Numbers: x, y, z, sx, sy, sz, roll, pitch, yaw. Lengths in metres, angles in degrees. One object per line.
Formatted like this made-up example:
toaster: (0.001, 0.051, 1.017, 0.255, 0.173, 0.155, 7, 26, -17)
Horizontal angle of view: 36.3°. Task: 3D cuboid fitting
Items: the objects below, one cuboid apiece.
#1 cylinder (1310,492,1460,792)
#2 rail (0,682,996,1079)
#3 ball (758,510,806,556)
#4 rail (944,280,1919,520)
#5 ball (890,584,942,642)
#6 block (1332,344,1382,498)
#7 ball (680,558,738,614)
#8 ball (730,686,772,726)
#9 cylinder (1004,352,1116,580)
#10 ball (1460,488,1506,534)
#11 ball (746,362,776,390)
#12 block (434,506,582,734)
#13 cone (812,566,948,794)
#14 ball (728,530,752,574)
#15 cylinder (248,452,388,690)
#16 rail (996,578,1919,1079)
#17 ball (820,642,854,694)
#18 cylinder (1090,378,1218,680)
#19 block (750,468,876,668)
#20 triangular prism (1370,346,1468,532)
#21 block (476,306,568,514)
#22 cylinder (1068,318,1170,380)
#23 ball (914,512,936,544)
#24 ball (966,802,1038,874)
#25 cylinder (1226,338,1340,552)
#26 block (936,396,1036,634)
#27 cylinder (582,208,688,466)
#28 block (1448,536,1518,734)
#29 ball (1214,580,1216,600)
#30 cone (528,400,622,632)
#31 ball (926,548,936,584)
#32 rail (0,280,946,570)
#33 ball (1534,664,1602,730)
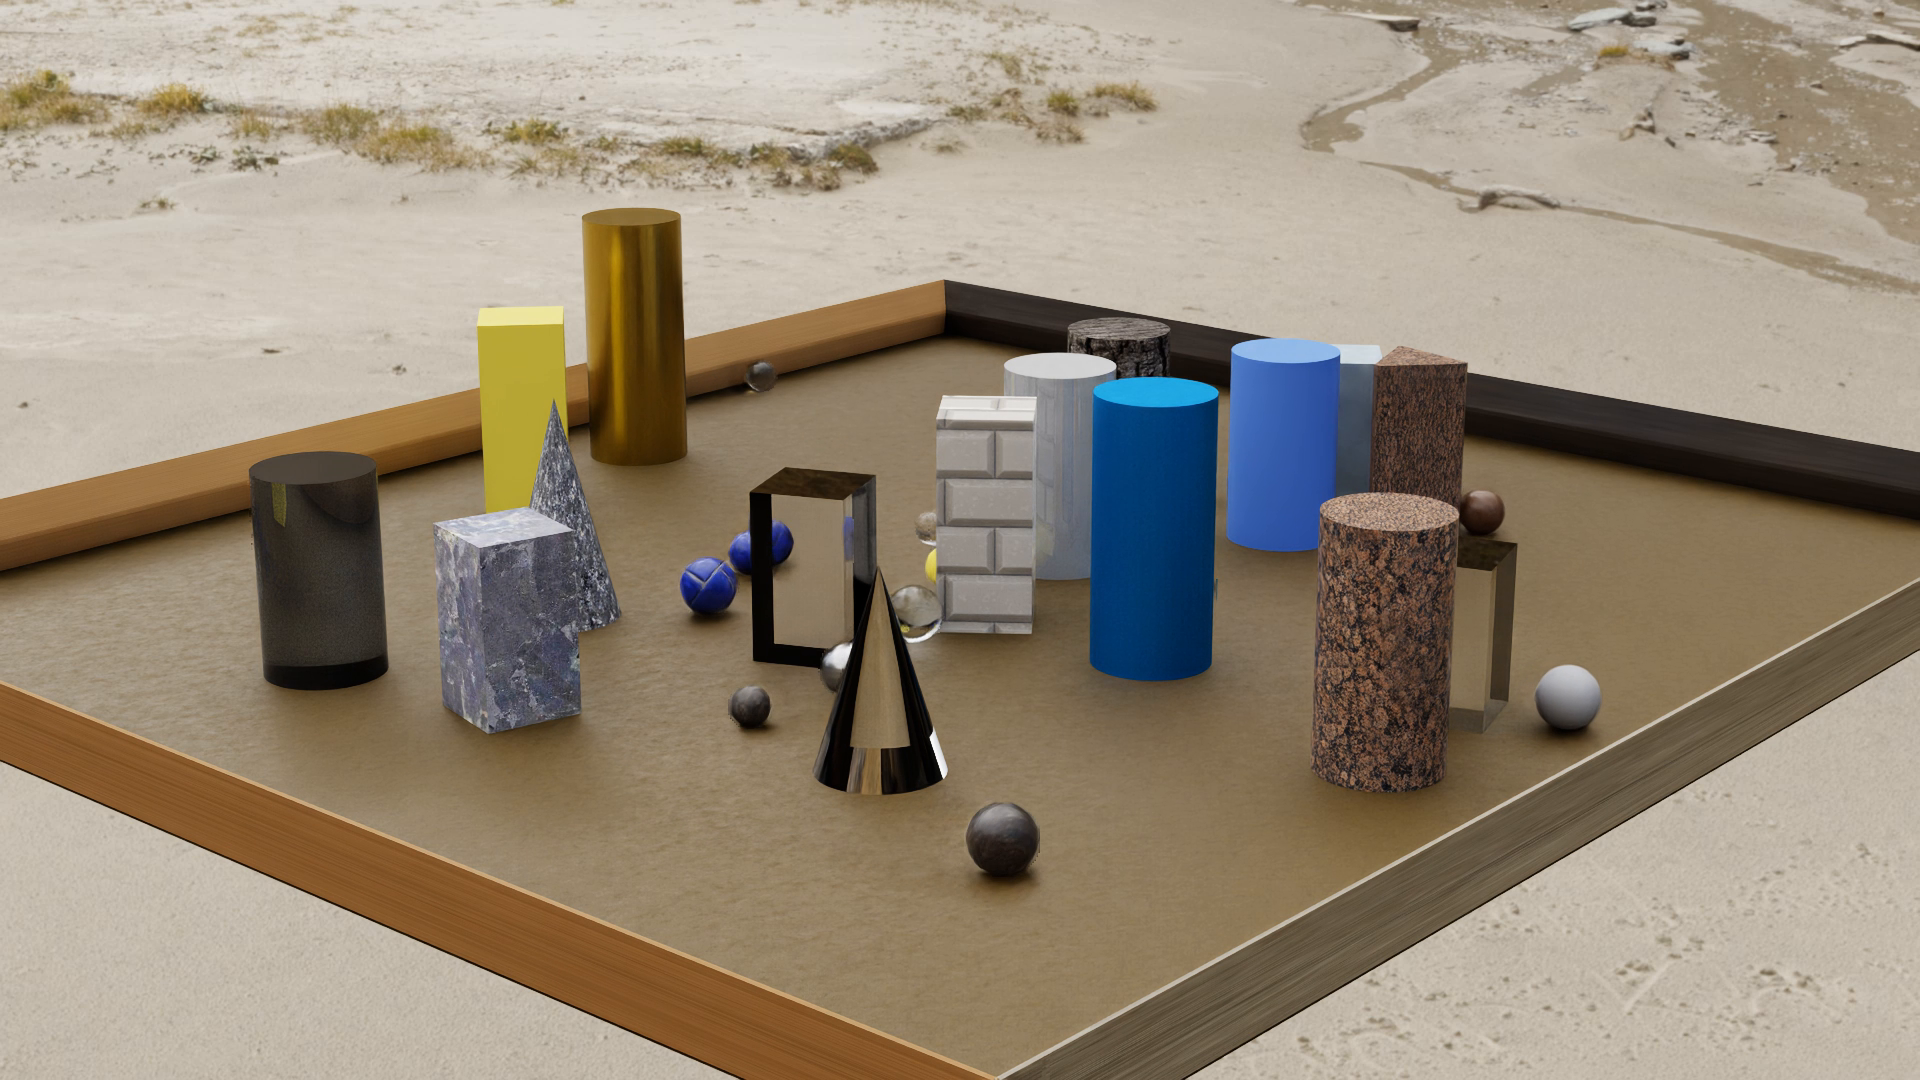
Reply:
cylinder: (0.618, 0.148, 4.281, 0.200, 0.395, 0.200, 0, 17, 0)
rail: (-1.000, 0.365, 4.017, 2.792, 0.130, 0.045, 14, 22, 39)
ball: (-0.325, -0.013, 5.348, 0.087, 0.087, 0.087, 0, 17, 0)
rail: (1.000, -0.300, 6.222, 2.792, 0.130, 0.045, 14, 22, 39)
ball: (-0.077, 0.122, 4.884, 0.096, 0.096, 0.096, 0, 17, 0)
block: (0.736, -0.227, 5.722, 0.160, 0.281, 0.160, 1, 17, 4)
ball: (-0.431, 0.079, 5.024, 0.098, 0.098, 0.098, 0, 17, 0)
ball: (-0.322, 0.255, 4.501, 0.063, 0.063, 0.063, 0, 17, 0)
cylinder: (0.178, -0.134, 5.261, 0.200, 0.368, 0.200, 0, 17, 0)
ball: (0.976, -0.054, 5.484, 0.087, 0.087, 0.087, 0, 17, 0)
ball: (-0.446, -0.367, 6.563, 0.065, 0.065, 0.065, 0, 17, 0)
block: (-0.700, 0.122, 4.537, 0.160, 0.297, 0.160, -11, 20, -33)
cone: (-0.118, 0.187, 4.283, 0.200, 0.319, 0.200, 0, 17, 0)
ball: (-0.375, 0.023, 5.245, 0.078, 0.078, 0.078, 0, 17, 0)
cylinder: (-1.028, 0.048, 4.708, 0.200, 0.340, 0.200, 0, 17, 0)
rail: (1.036, 0.292, 4.258, 0.045, 0.130, 3.097, 14, 22, 39)
ball: (-0.178, 0.204, 4.633, 0.084, 0.084, 0.084, 0, 17, 0)
cylinder: (0.312, -0.019, 4.735, 0.200, 0.453, 0.200, 0, 17, 0)
block: (-0.238, 0.046, 4.806, 0.160, 0.287, 0.160, 5, 18, 17)
triangular prism: (0.837, -0.184, 5.491, 0.173, 0.333, 0.150, -2, 17, -6)
block: (-0.839, -0.251, 5.651, 0.160, 0.369, 0.160, -2, 17, -7)
cylinder: (0.309, -0.255, 5.740, 0.200, 0.325, 0.200, 0, 17, 0)
ball: (-0.053, -0.022, 5.424, 0.060, 0.060, 0.060, 0, 17, 0)
ball: (0.057, 0.402, 3.951, 0.098, 0.098, 0.098, 0, 17, 0)
cylinder: (0.598, -0.178, 5.430, 0.200, 0.355, 0.200, 0, 17, 0)
block: (0.046, -0.044, 4.959, 0.160, 0.370, 0.160, 1, 17, 3)
cylinder: (-0.662, -0.415, 5.978, 0.200, 0.494, 0.200, 0, 17, 0)
block: (0.757, 0.141, 4.537, 0.160, 0.260, 0.160, 7, 18, 23)
ball: (0.388, 0.085, 5.000, 0.099, 0.099, 0.099, 0, 17, 0)
cone: (-0.681, -0.055, 4.974, 0.200, 0.384, 0.200, 0, 17, 0)
ball: (-0.017, 0.046, 5.156, 0.085, 0.085, 0.085, 0, 17, 0)
rail: (-1.036, -0.227, 5.981, 0.045, 0.130, 3.097, 14, 22, 39)
ball: (0.930, 0.241, 4.484, 0.100, 0.100, 0.100, 0, 17, 0)
